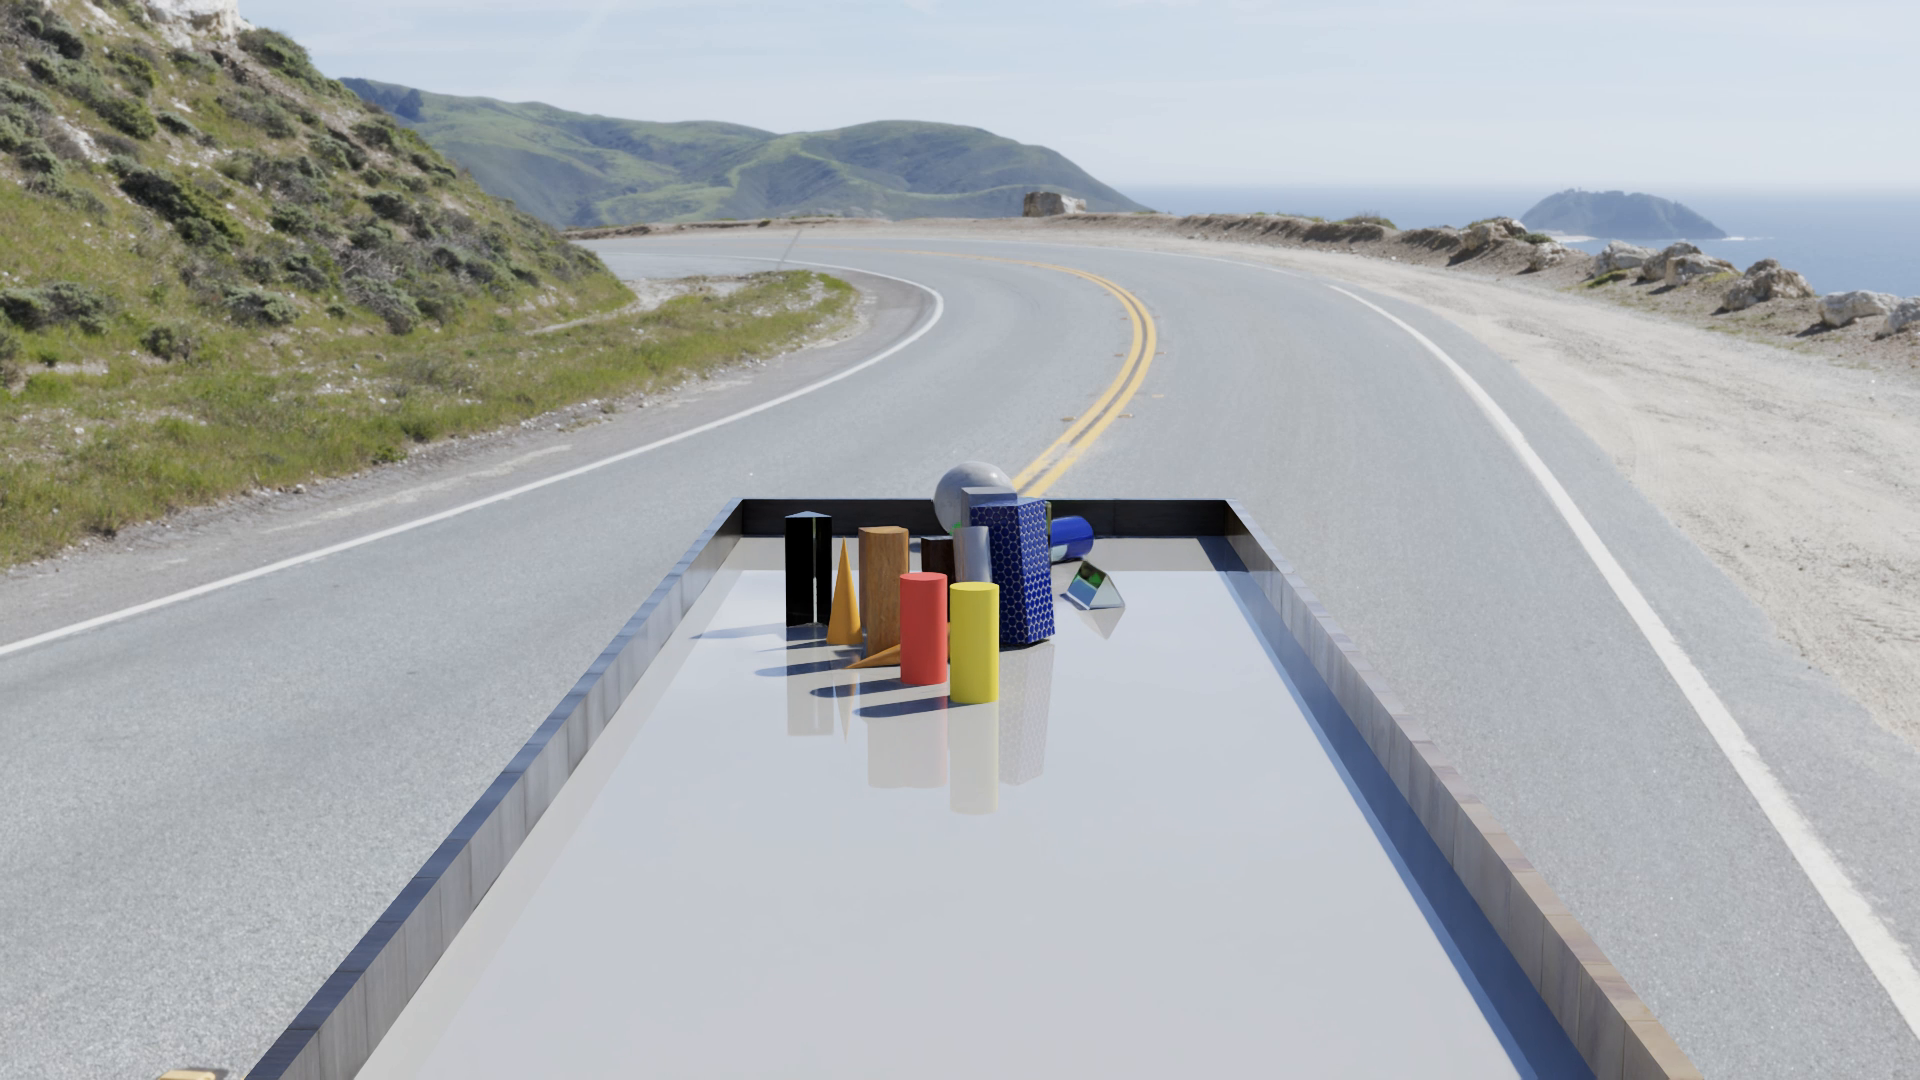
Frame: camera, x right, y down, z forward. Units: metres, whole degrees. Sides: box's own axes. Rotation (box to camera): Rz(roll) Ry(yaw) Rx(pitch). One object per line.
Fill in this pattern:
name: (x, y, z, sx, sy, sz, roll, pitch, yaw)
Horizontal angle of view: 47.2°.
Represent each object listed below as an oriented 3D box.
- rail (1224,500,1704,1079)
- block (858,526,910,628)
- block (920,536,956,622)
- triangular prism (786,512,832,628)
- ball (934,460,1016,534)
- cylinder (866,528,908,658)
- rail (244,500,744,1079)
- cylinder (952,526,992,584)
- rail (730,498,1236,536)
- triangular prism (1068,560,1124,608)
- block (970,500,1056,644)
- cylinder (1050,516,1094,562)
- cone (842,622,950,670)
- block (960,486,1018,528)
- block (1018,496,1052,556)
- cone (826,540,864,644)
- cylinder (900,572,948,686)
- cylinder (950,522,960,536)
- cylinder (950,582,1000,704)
rail: (1.046, 0.843, 3.208, 0.050, 0.150, 12.000, 0, 9, 1)
block: (-0.249, 0.125, 7.201, 0.134, 0.320, 0.134, -3, 9, -18)
block: (-0.055, 0.158, 6.932, 0.105, 0.331, 0.105, -3, 5, -17)
triangular prism: (-0.499, 0.095, 7.244, 0.150, 0.365, 0.130, -1, 9, -5)
ball: (0.063, -0.155, 8.914, 0.336, 0.336, 0.336, 0, 9, 0)
cylinder: (-0.221, 0.166, 6.702, 0.128, 0.395, 0.128, 0, 9, 0)
rail: (-1.004, 0.839, 3.234, 0.050, 0.150, 12.000, 0, 9, 1)
cylinder: (0.046, 0.150, 6.814, 0.114, 0.374, 0.114, -4, -7, 0)
rail: (0.099, -0.098, 9.147, 2.100, 0.150, 0.050, 0, 9, 1)
triangular prism: (0.475, 0.150, 7.685, 0.129, 0.112, 0.306, -2, 9, -11)
block: (0.167, 0.098, 6.957, 0.173, 0.433, 0.173, -1, 7, 31)
cylinder: (0.321, 0.011, 8.429, 0.160, 0.160, 0.413, 8, 12, 42)
cone: (-0.172, 0.343, 6.647, 0.414, 0.126, 0.126, -14, 14, -23)
block: (0.093, 0.063, 7.162, 0.158, 0.454, 0.158, -2, 9, -10)
block: (0.214, 0.012, 7.948, 0.171, 0.309, 0.171, -4, 10, -23)
cone: (-0.366, 0.152, 6.957, 0.119, 0.342, 0.119, 0, 9, 0)
cylinder: (-0.106, 0.257, 6.402, 0.137, 0.308, 0.137, 0, 9, 0)
cylinder: (0.151, -0.013, 8.578, 0.162, 0.162, 0.400, 8, 12, 41)
cylinder: (0.040, 0.287, 6.172, 0.138, 0.321, 0.138, 0, 9, 0)
